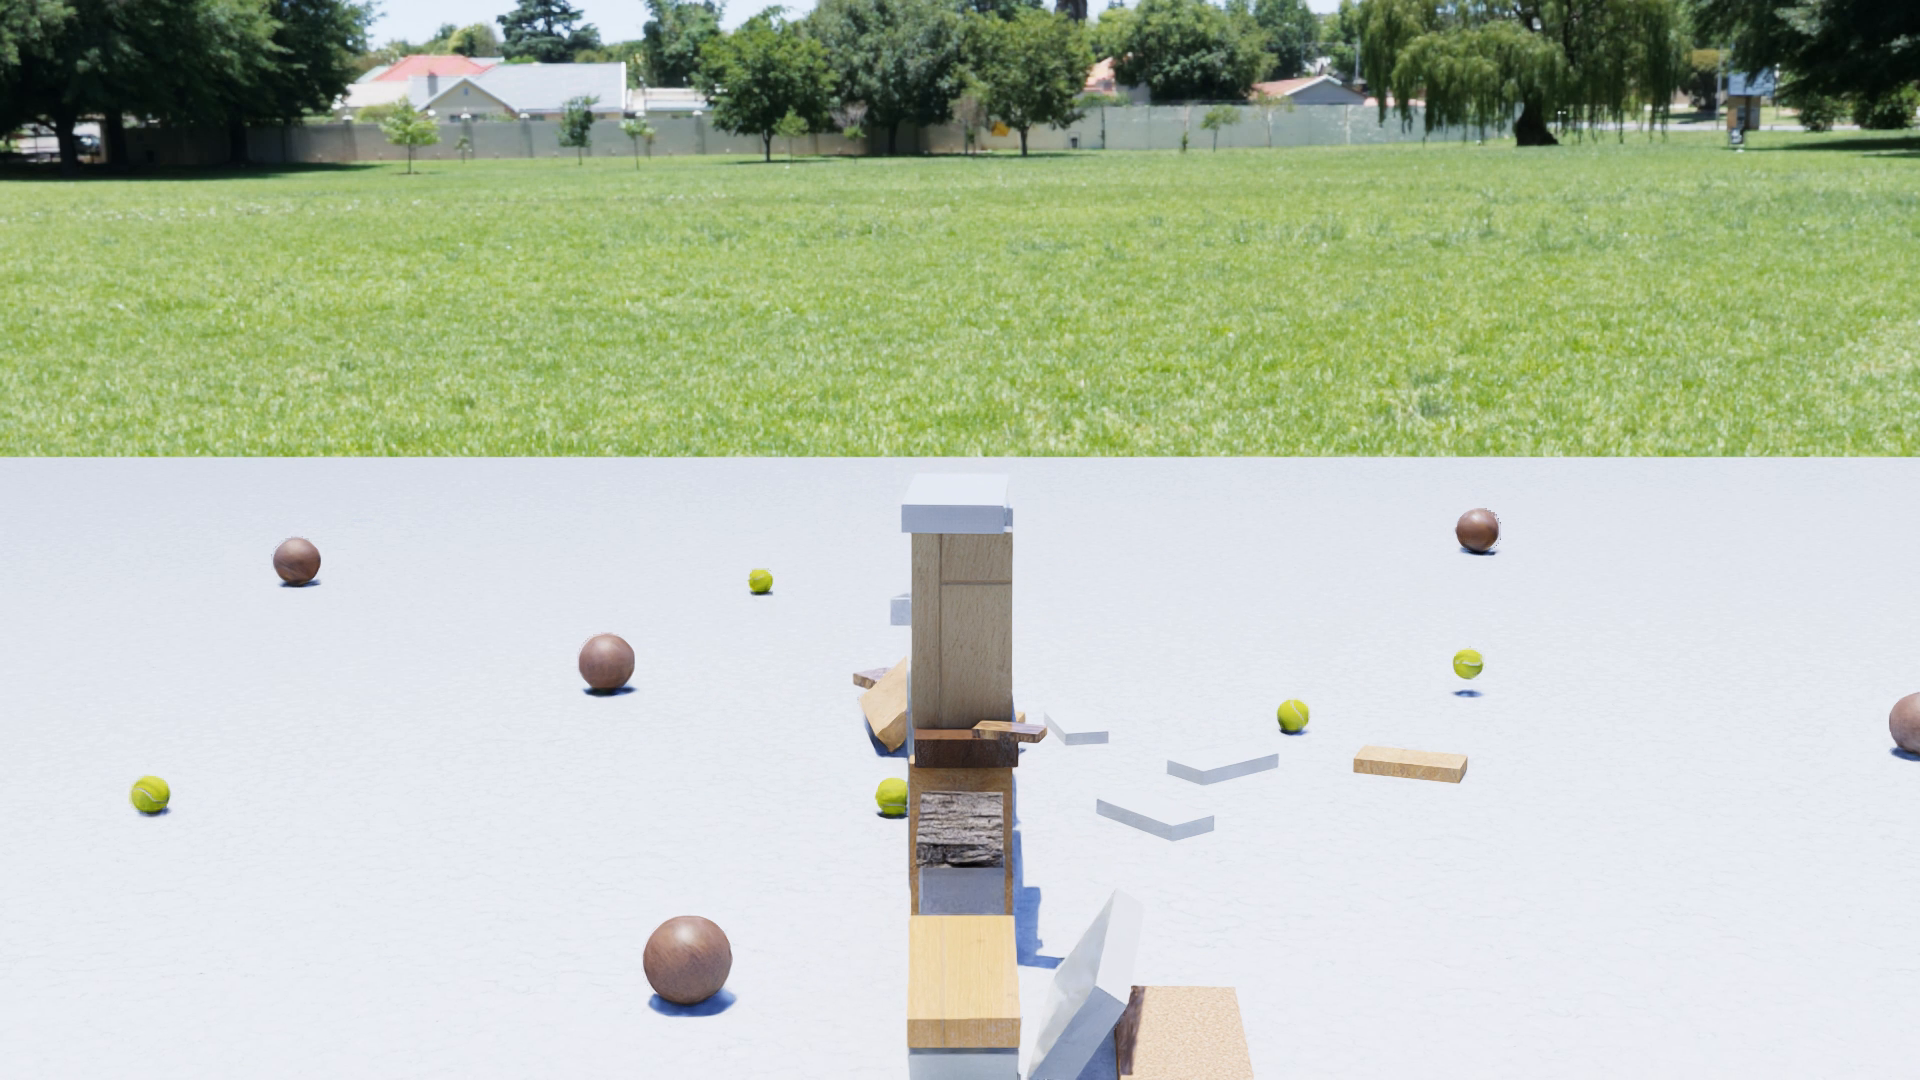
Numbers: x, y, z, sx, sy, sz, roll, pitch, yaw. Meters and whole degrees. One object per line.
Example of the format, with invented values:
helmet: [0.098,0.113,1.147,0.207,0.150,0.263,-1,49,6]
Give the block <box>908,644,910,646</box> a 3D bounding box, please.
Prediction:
block: [-0.003,0.187,4.123,0.169,0.048,0.338,0,11,2]

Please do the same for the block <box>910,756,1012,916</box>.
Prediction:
block: [0.002,0.487,3.371,0.156,0.312,0.044,0,10,0]

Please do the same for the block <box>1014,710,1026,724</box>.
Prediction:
block: [0.027,0.401,4.423,0.130,0.037,0.259,7,19,20]

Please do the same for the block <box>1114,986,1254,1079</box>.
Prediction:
block: [0.299,0.693,2.979,0.173,0.049,0.346,0,11,2]

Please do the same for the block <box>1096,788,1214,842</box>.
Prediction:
block: [0.358,0.505,4.047,0.104,0.029,0.208,-8,13,-37]

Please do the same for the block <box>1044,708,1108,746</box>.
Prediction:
block: [0.244,0.395,4.648,0.092,0.026,0.185,-2,11,-12]

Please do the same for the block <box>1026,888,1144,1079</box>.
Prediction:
block: [0.176,0.622,3.028,0.049,0.173,0.374,33,13,1]

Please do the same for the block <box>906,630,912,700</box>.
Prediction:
block: [-0.004,0.206,3.772,0.167,0.047,0.335,0,11,0]

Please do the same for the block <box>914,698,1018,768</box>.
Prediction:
block: [0.008,0.291,3.446,0.156,0.044,0.312,0,11,-1]

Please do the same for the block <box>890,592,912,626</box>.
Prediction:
block: [-0.027,0.125,4.030,0.169,0.048,0.338,0,1,4]

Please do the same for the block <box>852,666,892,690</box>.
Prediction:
block: [-0.149,0.320,4.908,0.092,0.026,0.185,-9,13,-37]

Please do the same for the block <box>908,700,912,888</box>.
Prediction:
block: [-0.003,0.417,3.684,0.167,0.335,0.047,0,11,0]

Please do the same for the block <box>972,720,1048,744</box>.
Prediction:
block: [0.075,0.288,3.304,0.103,0.015,0.051,4,11,18]

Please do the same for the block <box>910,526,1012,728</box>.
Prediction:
block: [0.002,0.133,3.340,0.152,0.304,0.043,0,12,-2]

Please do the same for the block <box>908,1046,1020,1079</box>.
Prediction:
block: [0.004,0.661,2.753,0.134,0.038,0.267,0,-28,0]

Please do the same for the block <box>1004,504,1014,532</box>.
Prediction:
block: [0.008,0.095,3.547,0.152,0.304,0.043,0,10,0]

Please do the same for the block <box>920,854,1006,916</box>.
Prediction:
block: [0.003,0.568,3.124,0.121,0.242,0.034,0,11,1]

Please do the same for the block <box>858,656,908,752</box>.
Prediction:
block: [-0.117,0.332,4.624,0.169,0.048,0.338,-42,12,-1]

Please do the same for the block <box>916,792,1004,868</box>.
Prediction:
block: [0.002,0.417,3.180,0.121,0.034,0.242,0,11,1]

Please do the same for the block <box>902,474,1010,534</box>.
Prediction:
block: [-0.004,-0.059,3.421,0.152,0.043,0.304,1,10,3]

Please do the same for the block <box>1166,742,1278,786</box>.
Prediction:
block: [0.523,0.444,4.374,0.208,0.029,0.104,-8,13,-37]

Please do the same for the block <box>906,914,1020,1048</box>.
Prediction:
block: [0.004,0.540,2.712,0.134,0.038,0.267,0,17,0]

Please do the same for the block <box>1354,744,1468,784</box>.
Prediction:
block: [0.895,0.445,4.370,0.208,0.029,0.104,4,11,21]

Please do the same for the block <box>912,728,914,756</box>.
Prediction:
block: [0.003,0.448,3.577,0.156,0.312,0.044,0,11,2]
